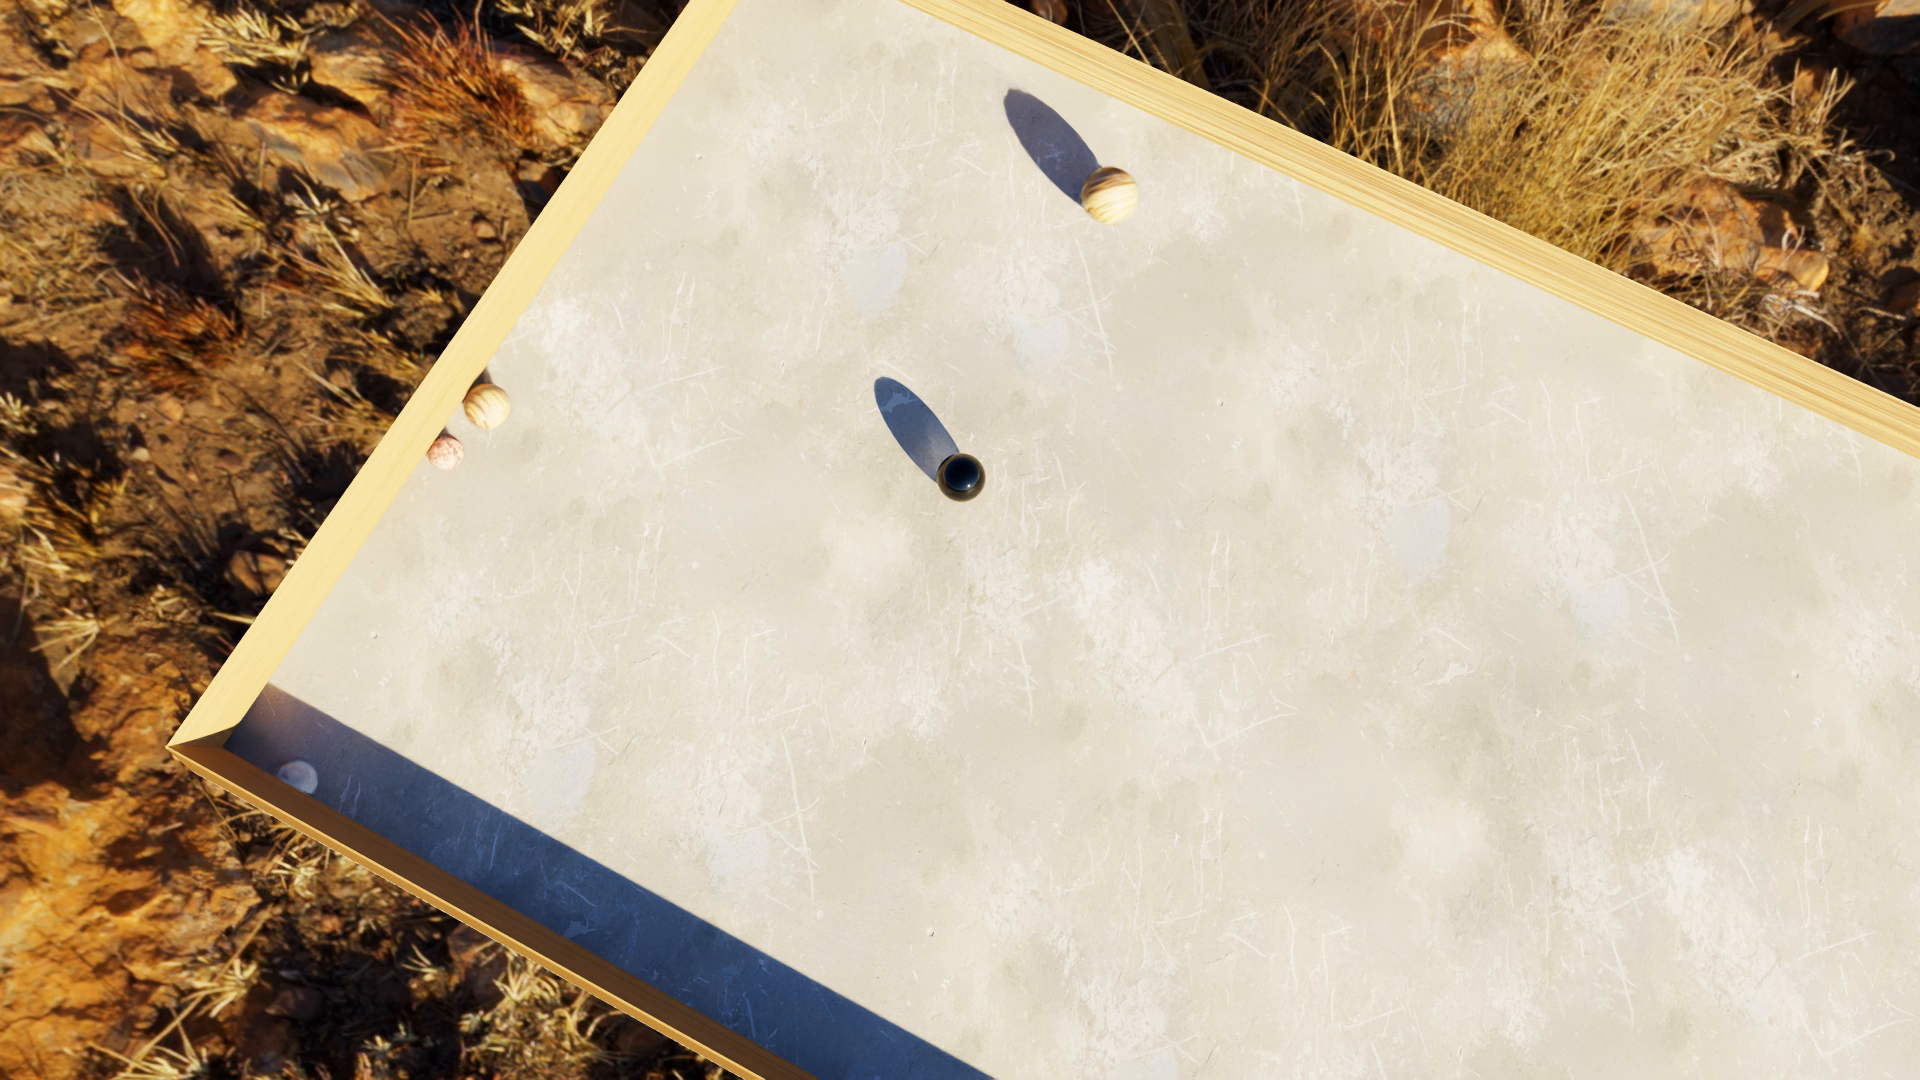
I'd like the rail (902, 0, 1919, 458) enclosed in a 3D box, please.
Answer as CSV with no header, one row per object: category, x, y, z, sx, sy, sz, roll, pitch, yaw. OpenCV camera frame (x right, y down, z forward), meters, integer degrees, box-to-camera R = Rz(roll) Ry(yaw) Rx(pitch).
rail,1.173,-0.335,3.604,3.470,0.125,0.045,26,70,10

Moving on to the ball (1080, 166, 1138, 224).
ball,0.252,-0.584,3.724,0.096,0.096,0.096,0,68,0

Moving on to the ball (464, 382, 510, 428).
ball,-0.770,-0.219,3.585,0.075,0.075,0.075,0,68,0

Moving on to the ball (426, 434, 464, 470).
ball,-0.834,-0.141,3.562,0.058,0.058,0.058,0,68,0

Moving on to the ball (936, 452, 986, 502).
ball,0.002,-0.100,3.533,0.080,0.080,0.080,0,68,0

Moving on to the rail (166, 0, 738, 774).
rail,-0.743,-0.380,3.623,0.045,0.125,1.774,26,70,10

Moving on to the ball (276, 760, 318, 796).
ball,-1.010,0.365,3.352,0.060,0.060,0.060,0,68,0

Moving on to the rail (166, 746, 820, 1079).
rail,0.356,1.072,3.025,3.470,0.125,0.045,26,70,10
